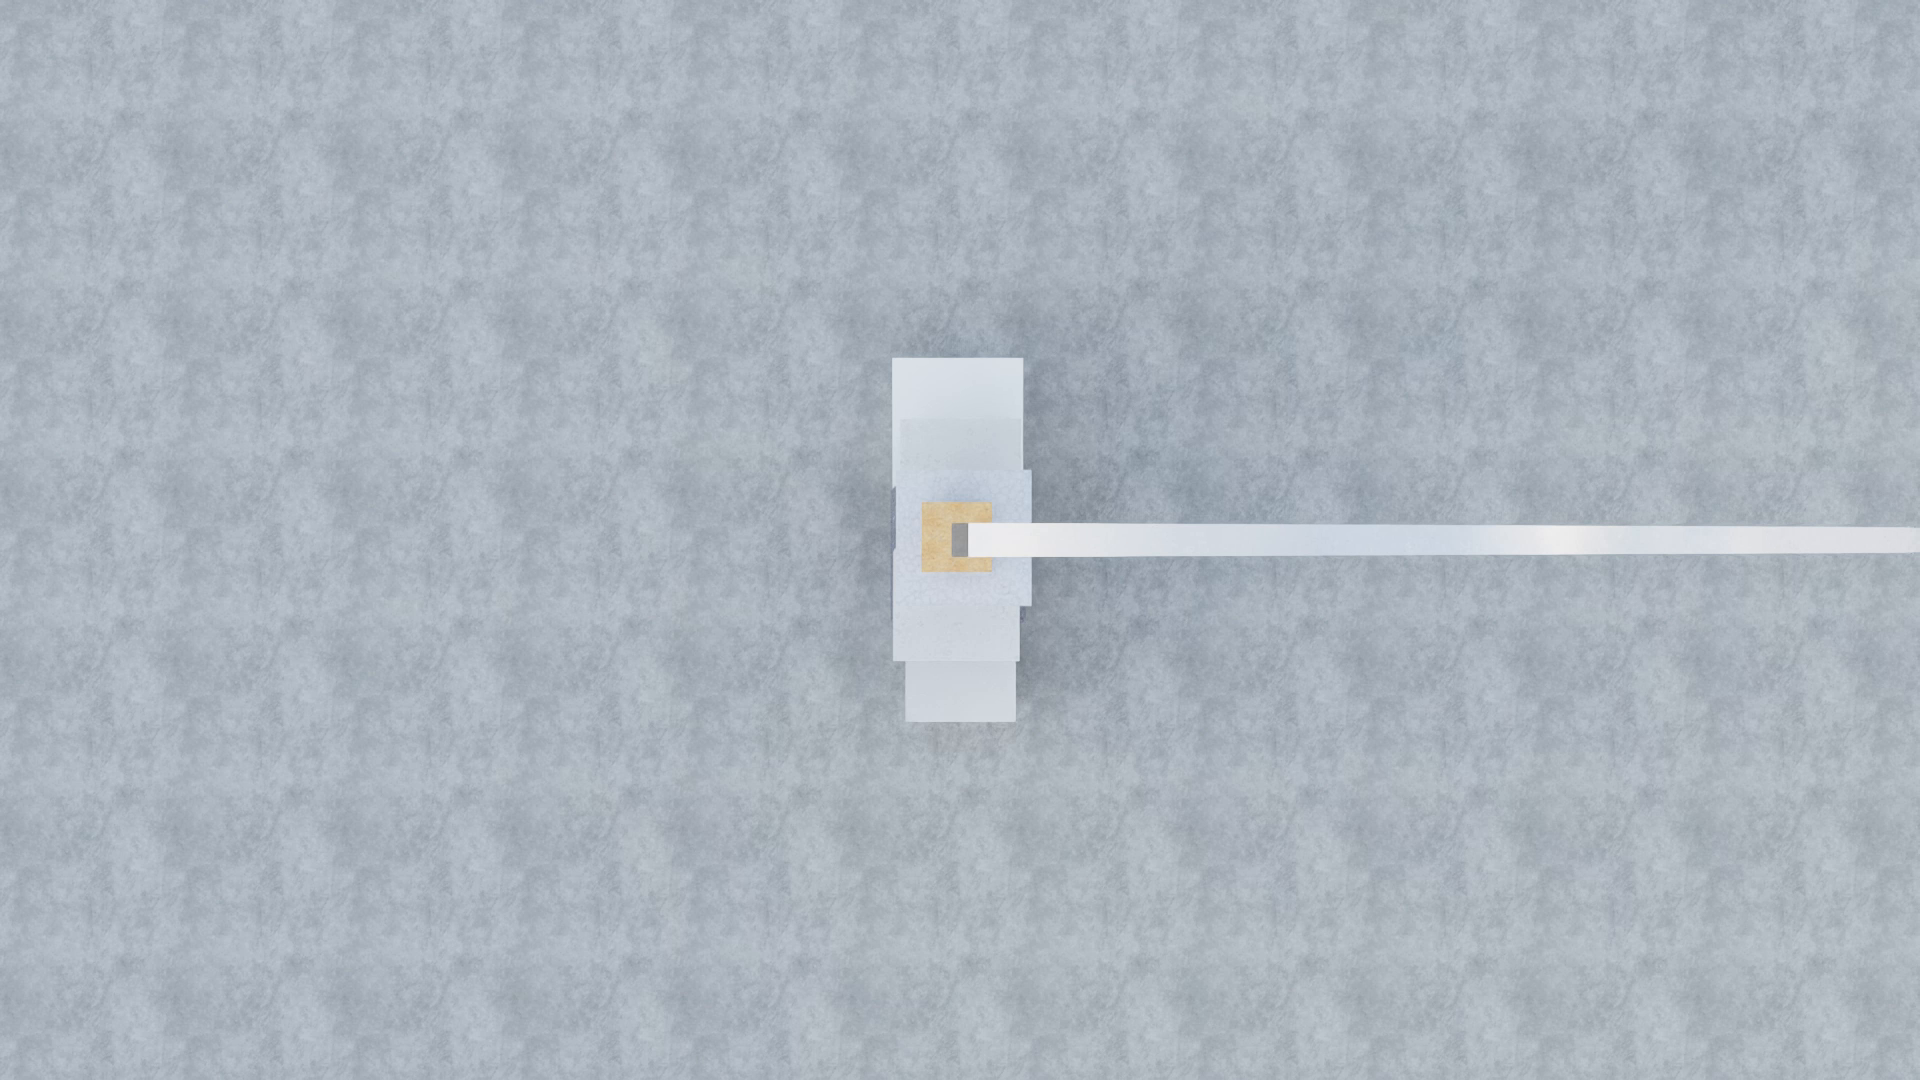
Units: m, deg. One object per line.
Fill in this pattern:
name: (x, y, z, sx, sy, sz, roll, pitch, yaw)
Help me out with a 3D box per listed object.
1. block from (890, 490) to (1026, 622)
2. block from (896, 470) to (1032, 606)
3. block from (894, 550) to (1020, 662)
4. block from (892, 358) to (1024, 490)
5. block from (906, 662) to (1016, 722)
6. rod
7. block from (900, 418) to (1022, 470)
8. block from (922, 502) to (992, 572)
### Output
block: (-0.010, 0.090, 12.638, 0.754, 0.724, 0.741, 0, 90, 0)
block: (0.018, -0.007, 10.677, 0.636, 0.686, 0.639, 0, 90, 0)
block: (-0.019, 0.349, 11.950, 0.667, 0.652, 0.582, 0, 90, 0)
block: (-0.013, -0.658, 12.692, 0.736, 0.615, 0.735, 0, 90, 0)
block: (0.003, 0.748, 12.707, 0.622, 0.587, 0.556, 0, 90, 0)
rod: (2.234, 0.000, 6.507, 5.200, 0.080, 0.080, 0, 90, -31)
block: (0.003, -0.298, 11.984, 0.642, 0.585, 0.688, 0, 89, 0)
block: (-0.015, -0.012, 10.148, 0.319, 0.372, 0.317, 0, 90, 0)
